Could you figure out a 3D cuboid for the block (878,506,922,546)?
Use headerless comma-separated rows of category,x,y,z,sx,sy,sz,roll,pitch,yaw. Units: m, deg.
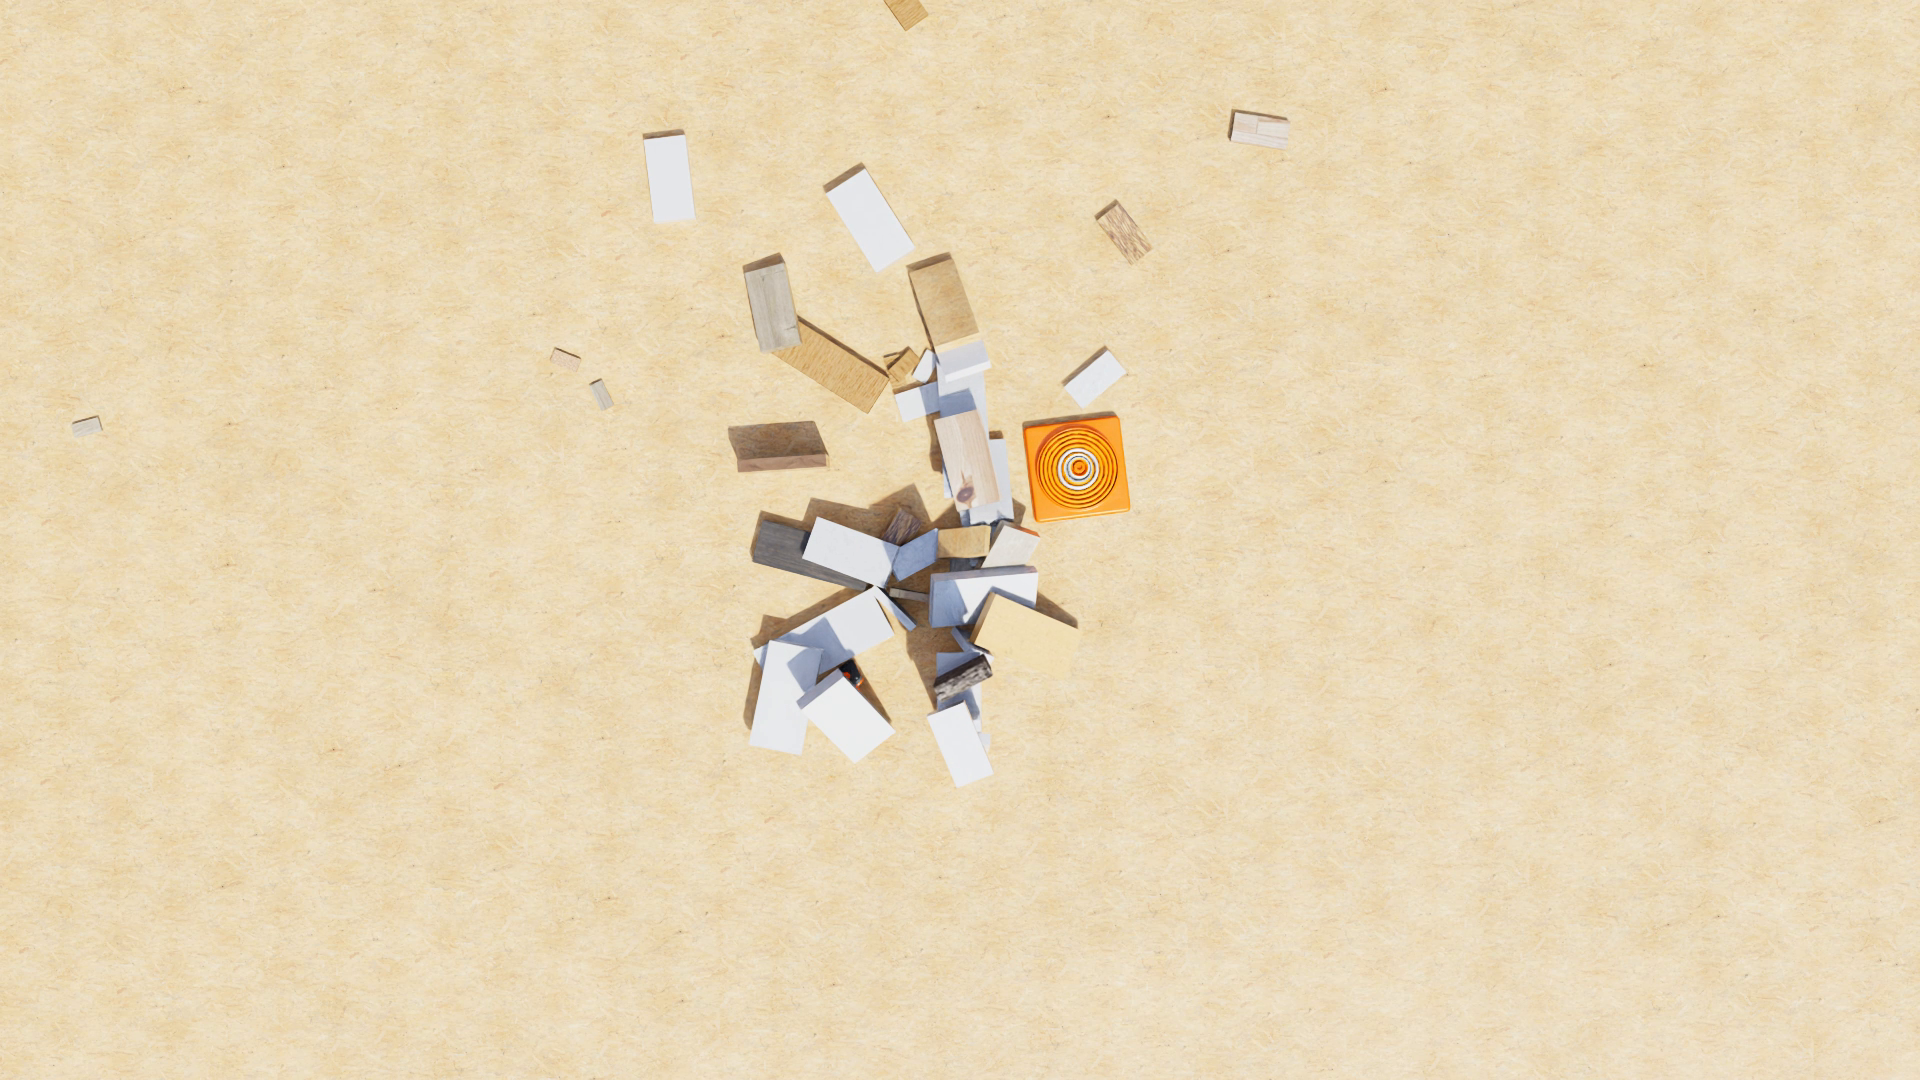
block,-0.215,-0.001,5.461,0.099,0.028,0.197,32,88,-29

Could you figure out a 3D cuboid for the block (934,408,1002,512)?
block,0.027,-0.257,5.334,0.152,0.043,0.304,-14,87,-1

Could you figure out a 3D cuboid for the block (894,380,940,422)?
block,-0.113,-0.466,5.486,0.191,0.027,0.095,-18,90,0

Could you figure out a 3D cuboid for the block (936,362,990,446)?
block,0.010,-0.439,5.421,0.152,0.043,0.304,-4,74,-1

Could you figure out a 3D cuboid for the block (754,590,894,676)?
block,-0.451,0.341,5.476,0.441,0.049,0.172,-28,90,0

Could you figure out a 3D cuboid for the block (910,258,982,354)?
block,-0.050,-0.768,5.411,0.154,0.044,0.309,-18,63,0

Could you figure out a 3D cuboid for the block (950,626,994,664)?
block,0.040,0.342,5.393,0.095,0.191,0.027,24,100,-22

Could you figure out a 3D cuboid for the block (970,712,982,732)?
block,0.004,0.557,5.066,0.120,0.239,0.034,1,90,0

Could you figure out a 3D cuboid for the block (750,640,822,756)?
block,-0.572,0.517,5.427,0.175,0.049,0.349,11,90,0

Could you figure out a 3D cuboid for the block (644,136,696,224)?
block,-0.962,-1.197,5.481,0.137,0.039,0.274,-7,90,0

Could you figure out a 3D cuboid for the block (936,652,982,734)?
block,-0.003,0.493,5.205,0.138,0.039,0.275,-1,90,0

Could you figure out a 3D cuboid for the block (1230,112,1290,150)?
block,0.999,-1.358,5.487,0.186,0.026,0.093,9,90,0

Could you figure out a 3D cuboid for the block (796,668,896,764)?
block,-0.369,0.575,5.366,0.172,0.049,0.345,-38,132,0

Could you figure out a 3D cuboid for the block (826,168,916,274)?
block,-0.296,-1.056,5.478,0.154,0.044,0.309,-33,90,0

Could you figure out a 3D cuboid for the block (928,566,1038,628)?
block,0.076,0.184,5.393,0.349,0.049,0.175,-5,120,-14

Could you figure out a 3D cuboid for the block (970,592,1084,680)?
block,0.219,0.316,5.408,0.349,0.049,0.175,24,90,-23

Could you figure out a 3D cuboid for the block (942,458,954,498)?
block,0.017,-0.290,5.424,0.152,0.043,0.304,-3,70,0

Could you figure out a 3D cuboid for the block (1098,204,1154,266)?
block,0.550,-1.016,5.487,0.093,0.026,0.186,-38,90,0

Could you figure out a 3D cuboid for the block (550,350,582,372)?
block,-1.313,-0.596,5.493,0.093,0.013,0.046,22,90,0

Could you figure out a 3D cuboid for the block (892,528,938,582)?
block,-0.142,0.049,5.457,0.197,0.028,0.099,-28,90,-17

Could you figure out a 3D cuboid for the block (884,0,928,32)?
block,-0.198,-1.797,5.487,0.093,0.026,0.186,-35,90,0

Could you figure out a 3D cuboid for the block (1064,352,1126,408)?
block,0.449,-0.532,5.486,0.191,0.027,0.095,-40,90,0

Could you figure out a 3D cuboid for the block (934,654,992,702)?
block,0.010,0.417,5.013,0.172,0.345,0.049,-28,90,0

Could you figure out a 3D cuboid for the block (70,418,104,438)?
block,-2.907,-0.374,5.493,0.093,0.013,0.046,-16,90,0

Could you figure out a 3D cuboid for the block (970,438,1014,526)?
block,0.093,-0.191,5.431,0.141,0.040,0.282,-5,70,-1

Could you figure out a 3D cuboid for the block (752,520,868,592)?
block,-0.484,0.052,5.479,0.386,0.041,0.145,15,90,0

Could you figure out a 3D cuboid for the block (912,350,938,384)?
block,-0.112,-0.577,5.493,0.051,0.015,0.103,29,90,0

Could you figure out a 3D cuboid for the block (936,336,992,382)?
block,-0.017,-0.676,5.411,0.154,0.044,0.309,-18,63,0

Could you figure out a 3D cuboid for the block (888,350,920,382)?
block,-0.185,-0.578,5.480,0.051,0.015,0.103,46,78,-6

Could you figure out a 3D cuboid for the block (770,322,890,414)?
block,-0.434,-0.580,5.481,0.387,0.039,0.137,32,90,0

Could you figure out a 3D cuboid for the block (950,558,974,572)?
block,0.015,0.094,5.486,0.099,0.028,0.197,4,90,0

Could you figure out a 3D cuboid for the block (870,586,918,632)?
block,-0.218,0.221,5.451,0.191,0.095,0.027,45,94,0

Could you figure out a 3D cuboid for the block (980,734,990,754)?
block,0.029,0.660,5.227,0.120,0.554,0.034,2,77,0

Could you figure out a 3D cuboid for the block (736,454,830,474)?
block,-0.579,-0.249,5.428,0.290,0.145,0.041,-4,90,0

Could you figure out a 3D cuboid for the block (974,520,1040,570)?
block,0.135,0.080,5.405,0.141,0.040,0.282,19,112,-25

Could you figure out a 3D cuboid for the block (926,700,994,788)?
block,0.001,0.609,4.936,0.120,0.034,0.239,-22,100,5

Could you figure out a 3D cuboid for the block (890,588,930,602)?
block,-0.135,0.186,5.452,0.191,0.095,0.027,10,90,0

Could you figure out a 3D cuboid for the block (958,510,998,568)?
block,0.076,-0.061,5.460,0.141,0.040,0.282,-12,84,-4

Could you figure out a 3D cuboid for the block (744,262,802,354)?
block,-0.616,-0.765,5.453,0.137,0.039,0.274,-13,82,8

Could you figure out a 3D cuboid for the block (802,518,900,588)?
block,-0.356,0.041,5.413,0.290,0.041,0.145,20,90,10

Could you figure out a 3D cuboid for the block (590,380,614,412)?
block,-1.193,-0.480,5.493,0.046,0.013,0.093,-26,90,0

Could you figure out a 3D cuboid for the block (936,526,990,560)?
block,0.012,0.009,5.402,0.191,0.027,0.095,-6,72,35

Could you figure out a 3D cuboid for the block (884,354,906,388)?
block,-0.215,-0.562,5.493,0.051,0.015,0.103,-16,90,0
